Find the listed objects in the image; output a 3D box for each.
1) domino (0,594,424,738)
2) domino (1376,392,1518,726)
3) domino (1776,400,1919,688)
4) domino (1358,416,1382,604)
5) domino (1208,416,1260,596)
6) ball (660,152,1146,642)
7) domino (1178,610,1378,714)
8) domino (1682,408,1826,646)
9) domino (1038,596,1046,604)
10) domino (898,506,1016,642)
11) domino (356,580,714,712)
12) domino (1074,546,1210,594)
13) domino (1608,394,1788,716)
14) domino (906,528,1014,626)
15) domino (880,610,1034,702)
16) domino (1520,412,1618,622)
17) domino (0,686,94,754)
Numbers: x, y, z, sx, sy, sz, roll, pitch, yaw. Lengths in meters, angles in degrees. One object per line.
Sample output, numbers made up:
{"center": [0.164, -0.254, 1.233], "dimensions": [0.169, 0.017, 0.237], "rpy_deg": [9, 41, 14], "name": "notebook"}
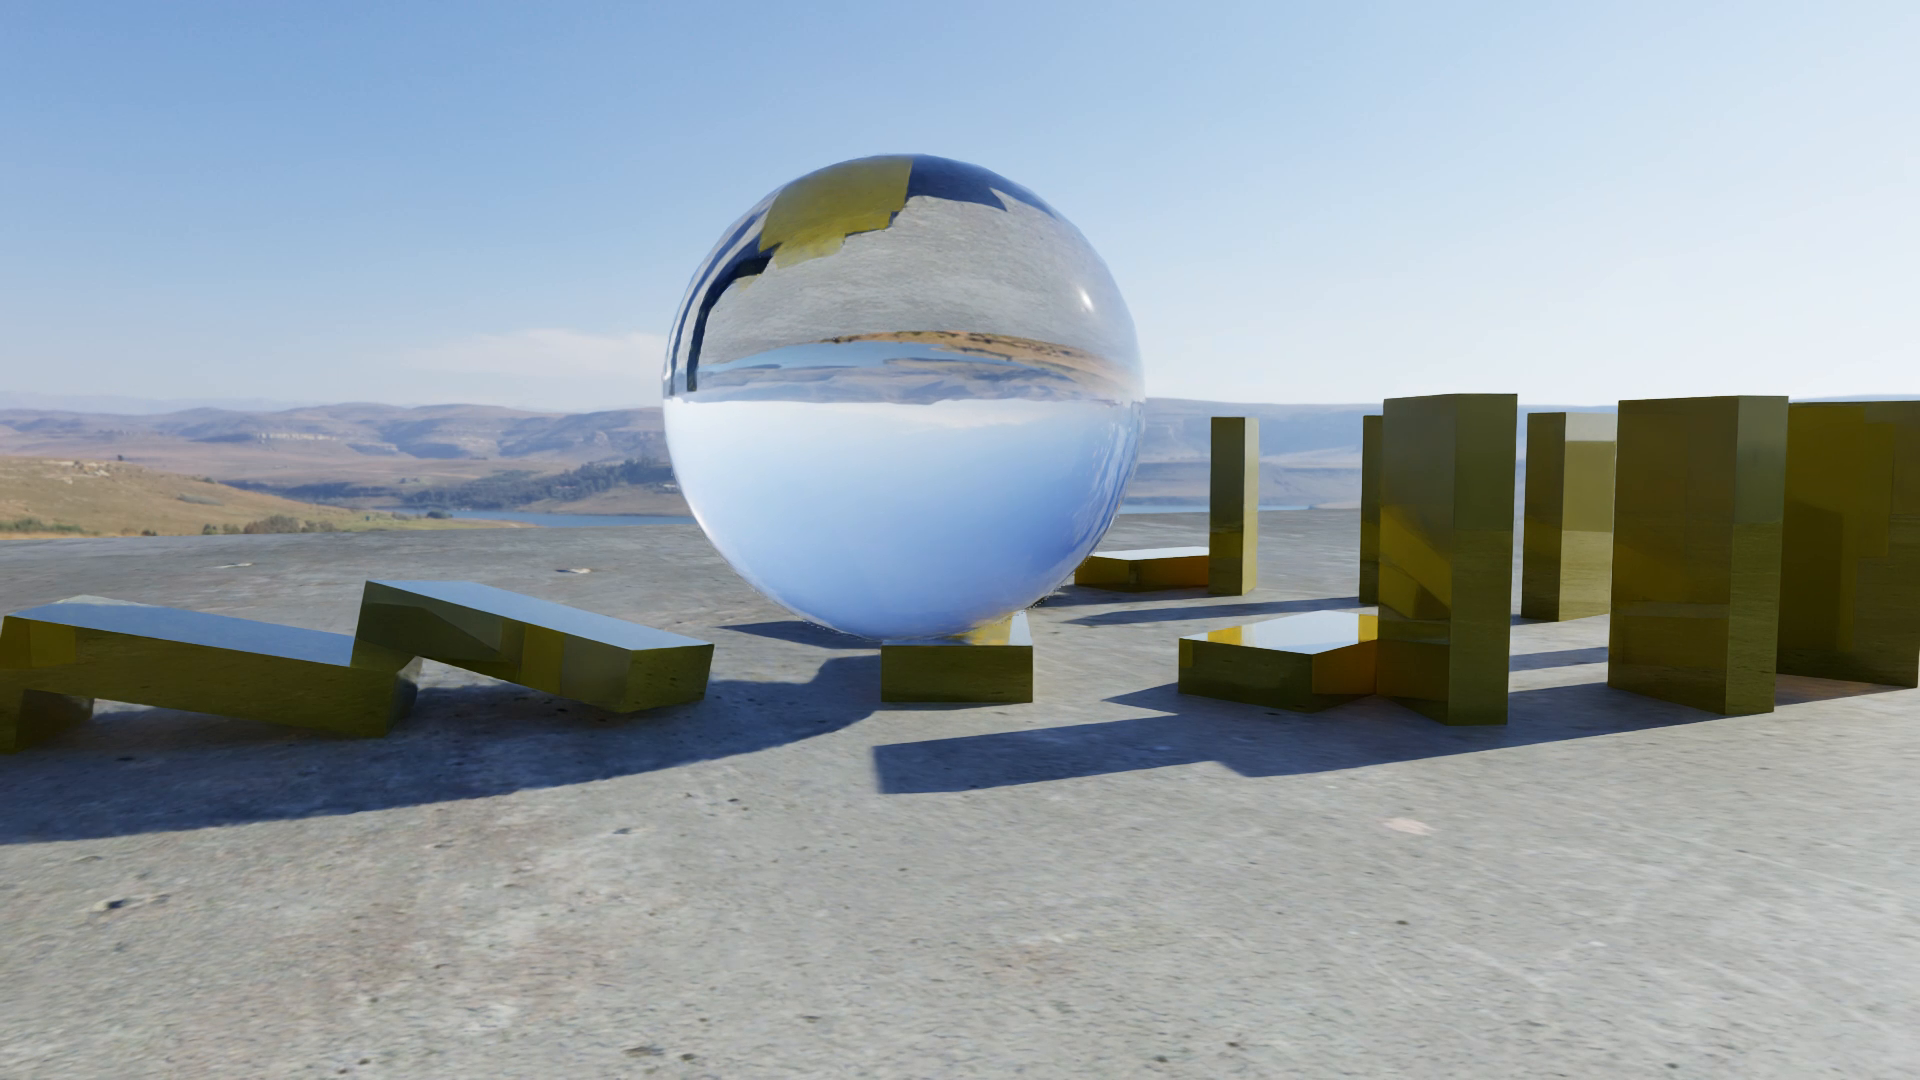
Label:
{"center": [-0.109, 0.019, 0.192], "dimensions": [0.050, 0.009, 0.025], "rpy_deg": [11, 2, -14], "name": "domino"}
{"center": [0.077, 0.002, 0.205], "dimensions": [0.009, 0.050, 0.025], "rpy_deg": [0, 4, -6], "name": "domino"}
{"center": [0.161, 0.000, 0.234], "dimensions": [0.025, 0.050, 0.009], "rpy_deg": [4, 6, 42], "name": "domino"}
{"center": [0.118, -0.009, 0.349], "dimensions": [0.009, 0.050, 0.025], "rpy_deg": [3, 5, 39], "name": "domino"}
{"center": [0.079, -0.010, 0.371], "dimensions": [0.010, 0.050, 0.025], "rpy_deg": [2, 5, 22], "name": "domino"}
{"center": [-0.009, -0.023, 0.215], "dimensions": [0.080, 0.080, 0.080], "rpy_deg": [0, 4, 0], "name": "ball"}
{"center": [0.064, 0.021, 0.229], "dimensions": [0.025, 0.010, 0.050], "rpy_deg": [4, 6, 44], "name": "domino"}
{"center": [0.171, -0.003, 0.276], "dimensions": [0.025, 0.050, 0.010], "rpy_deg": [-1, 4, -14], "name": "domino"}
{"center": [0.013, 0.010, 0.369], "dimensions": [0.025, 0.010, 0.050], "rpy_deg": [0, 4, 7], "name": "domino"}
{"center": [-0.001, 0.007, 0.296], "dimensions": [0.025, 0.009, 0.050], "rpy_deg": [0, 26, 1], "name": "domino"}
{"center": [-0.069, 0.017, 0.209], "dimensions": [0.050, 0.010, 0.025], "rpy_deg": [12, 2, 18], "name": "domino"}
{"center": [0.062, 0.009, 0.390], "dimensions": [0.050, 0.009, 0.025], "rpy_deg": [-3, 5, -33], "name": "domino"}
{"center": [0.121, 0.002, 0.213], "dimensions": [0.010, 0.050, 0.025], "rpy_deg": [-1, 4, -14], "name": "domino"}
{"center": [0.001, 0.008, 0.323], "dimensions": [0.025, 0.010, 0.050], "rpy_deg": [0, 17, 2], "name": "domino"}
{"center": [0.000, 0.020, 0.236], "dimensions": [0.025, 0.010, 0.050], "rpy_deg": [0, 4, 1], "name": "domino"}
{"center": [0.150, -0.006, 0.316], "dimensions": [0.025, 0.050, 0.010], "rpy_deg": [-3, 5, -37], "name": "domino"}
{"center": [-0.155, 0.019, 0.182], "dimensions": [0.050, 0.010, 0.025], "rpy_deg": [11, 2, -14], "name": "domino"}
